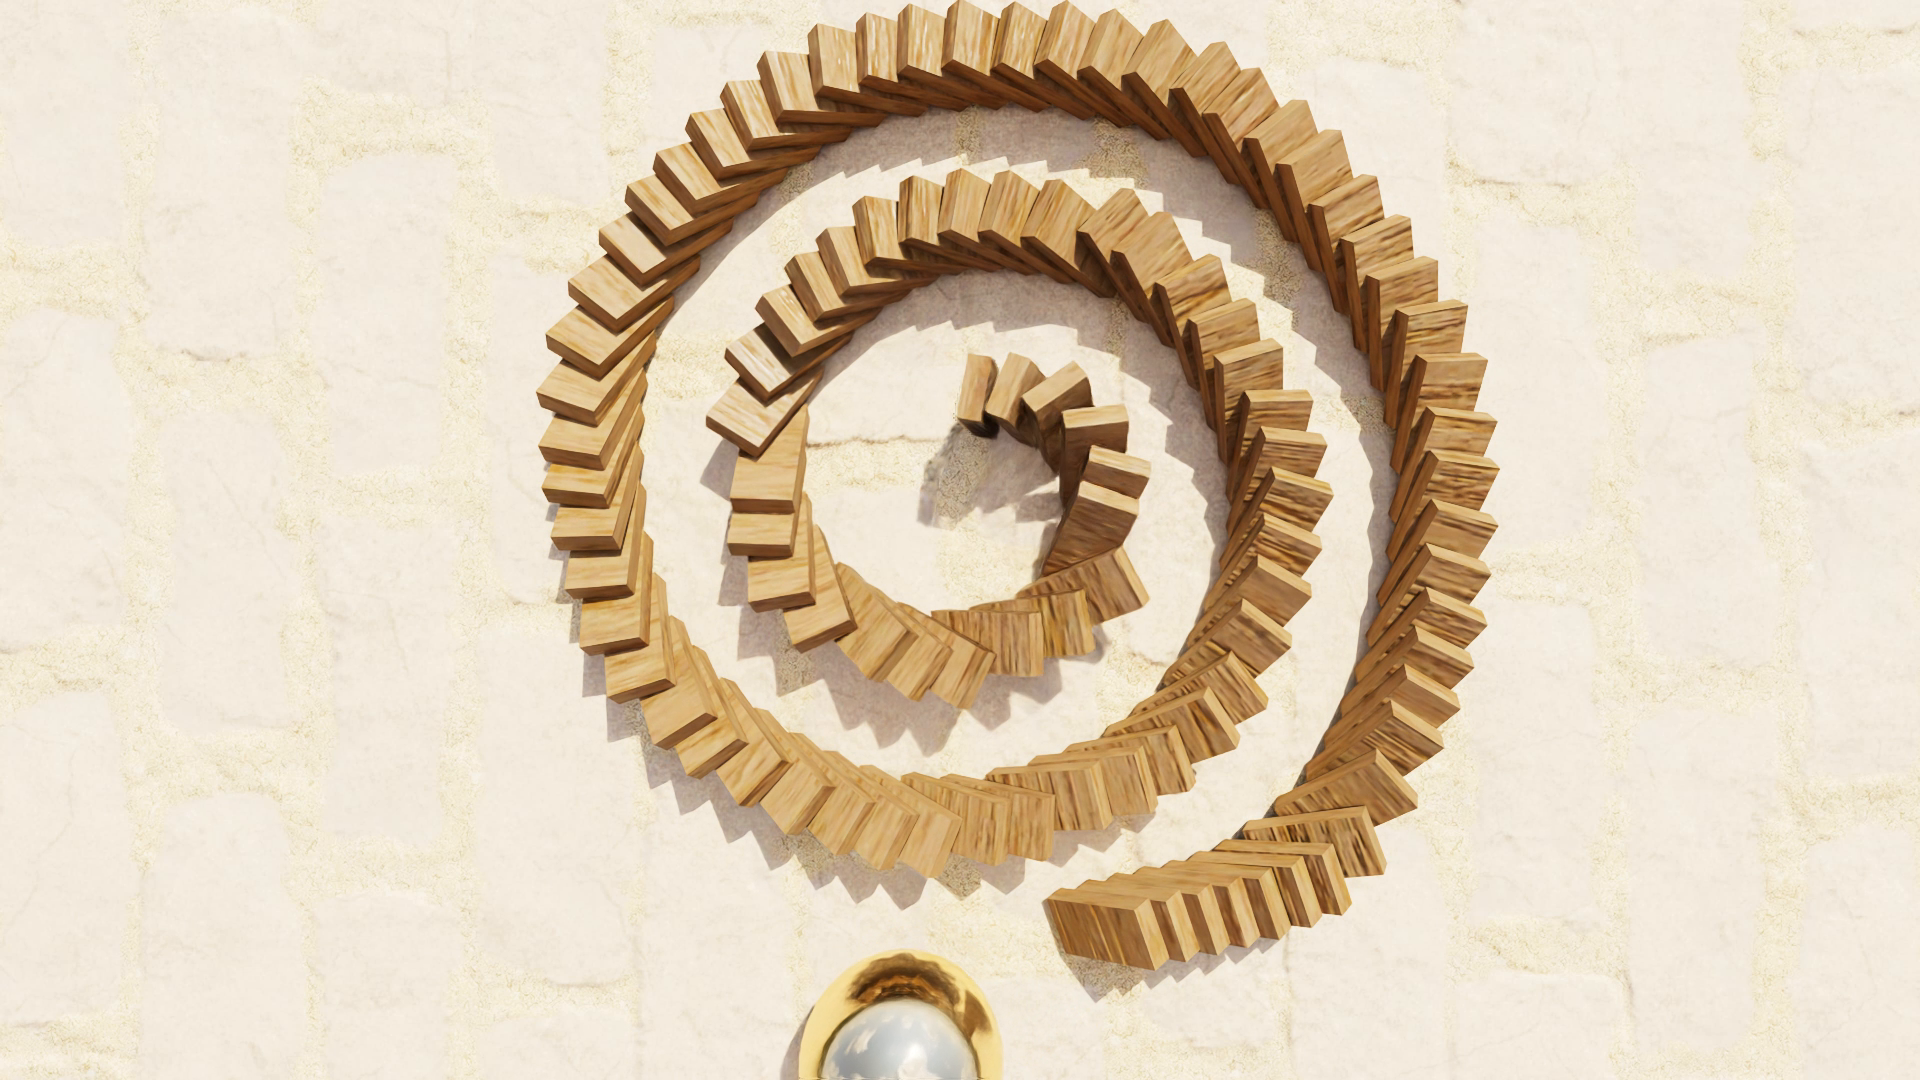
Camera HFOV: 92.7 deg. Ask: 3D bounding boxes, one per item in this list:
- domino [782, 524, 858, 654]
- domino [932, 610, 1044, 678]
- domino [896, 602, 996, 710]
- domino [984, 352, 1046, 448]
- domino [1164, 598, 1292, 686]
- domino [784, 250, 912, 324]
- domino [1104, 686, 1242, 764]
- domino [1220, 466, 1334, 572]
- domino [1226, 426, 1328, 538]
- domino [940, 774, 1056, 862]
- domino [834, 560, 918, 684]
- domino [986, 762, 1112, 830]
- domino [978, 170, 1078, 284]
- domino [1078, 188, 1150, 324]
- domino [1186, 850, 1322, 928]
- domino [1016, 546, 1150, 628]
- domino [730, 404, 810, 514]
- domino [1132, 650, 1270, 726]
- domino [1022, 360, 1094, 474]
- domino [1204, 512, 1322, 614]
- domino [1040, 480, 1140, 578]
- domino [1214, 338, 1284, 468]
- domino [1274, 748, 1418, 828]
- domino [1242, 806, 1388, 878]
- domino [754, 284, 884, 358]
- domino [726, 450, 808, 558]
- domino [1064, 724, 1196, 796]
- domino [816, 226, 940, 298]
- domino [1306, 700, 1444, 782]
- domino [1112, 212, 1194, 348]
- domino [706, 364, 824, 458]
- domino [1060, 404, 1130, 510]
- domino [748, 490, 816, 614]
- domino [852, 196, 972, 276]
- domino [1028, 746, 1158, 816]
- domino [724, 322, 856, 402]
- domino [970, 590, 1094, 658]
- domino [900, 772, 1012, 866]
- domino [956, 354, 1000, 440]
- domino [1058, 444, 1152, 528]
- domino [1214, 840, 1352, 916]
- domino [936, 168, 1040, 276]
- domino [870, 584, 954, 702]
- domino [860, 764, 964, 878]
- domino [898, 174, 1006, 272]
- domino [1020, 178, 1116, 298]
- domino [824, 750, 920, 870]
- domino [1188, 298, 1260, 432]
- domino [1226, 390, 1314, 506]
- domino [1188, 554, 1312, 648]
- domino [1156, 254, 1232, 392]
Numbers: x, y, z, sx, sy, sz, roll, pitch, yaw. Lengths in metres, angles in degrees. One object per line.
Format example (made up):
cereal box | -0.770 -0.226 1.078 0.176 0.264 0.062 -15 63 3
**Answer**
domino | -0.063 0.020 0.383 0.025 0.009 0.050 -24 58 0
domino | 0.011 0.042 0.381 0.050 0.009 0.025 -2 90 38
domino | -0.012 0.047 0.382 0.050 0.010 0.025 26 90 36
domino | 0.026 -0.056 0.375 0.009 0.050 0.025 23 90 21
domino | 0.111 0.050 0.382 0.025 0.010 0.050 37 124 0
domino | -0.046 -0.108 0.380 0.050 0.009 0.025 -28 90 -42
domino | 0.088 0.082 0.381 0.050 0.010 0.025 -31 94 34
domino | 0.131 -0.004 0.381 0.025 0.009 0.050 16 126 -4
domino | 0.131 -0.022 0.381 0.025 0.009 0.050 6 127 -3
domino | 0.014 0.115 0.383 0.050 0.009 0.025 3 90 31
domino | -0.042 0.034 0.381 0.025 0.010 0.050 -51 54 3
domino | 0.036 0.107 0.382 0.050 0.010 0.025 -13 91 33
domino | 0.032 -0.129 0.381 0.050 0.009 0.025 18 88 -38
domino | 0.073 -0.118 0.383 0.025 0.010 0.050 -45 123 0
domino | 0.121 0.143 0.378 0.010 0.050 0.025 -19 90 -42
domino | 0.050 0.023 0.381 0.050 0.010 0.025 -25 96 33
domino | -0.079 -0.035 0.383 0.025 0.010 0.050 2 58 0
domino | 0.100 0.070 0.383 0.050 0.010 0.025 -38 90 31
domino | 0.043 -0.049 0.375 0.025 0.050 0.010 -35 62 -2
domino | 0.125 0.015 0.382 0.025 0.010 0.050 23 125 -1
domino | 0.053 0.000 0.379 0.025 0.010 0.050 19 134 -1
domino | 0.120 -0.056 0.381 0.025 0.010 0.050 -17 128 -1
domino | 0.160 0.109 0.382 0.025 0.010 0.050 48 124 0
domino | 0.147 0.128 0.382 0.050 0.009 0.025 -21 90 34
domino | -0.058 -0.096 0.380 0.025 0.009 0.050 52 49 0
domino | -0.080 -0.017 0.383 0.025 0.009 0.050 2 58 0
domino | 0.070 0.095 0.382 0.050 0.010 0.025 -20 90 33
domino | -0.033 -0.117 0.380 0.050 0.010 0.025 -21 89 -42
domino | 0.171 0.090 0.381 0.025 0.009 0.050 32 126 -4
domino | 0.086 -0.108 0.382 0.025 0.010 0.050 -41 123 -3
domino | -0.081 -0.061 0.384 0.025 0.010 0.050 32 61 0
domino | 0.055 -0.033 0.377 0.025 0.050 0.010 -7 52 0
domino | -0.074 0.004 0.382 0.025 0.009 0.050 -11 56 4
domino | -0.019 -0.125 0.380 0.050 0.010 0.025 -8 86 -41
domino | 0.055 0.101 0.382 0.050 0.010 0.025 -15 93 33
domino | -0.071 -0.082 0.384 0.025 0.010 0.050 47 62 0
domino | 0.029 0.037 0.383 0.050 0.010 0.025 -10 90 31
domino | -0.003 0.115 0.382 0.050 0.010 0.025 6 92 34
domino | 0.010 -0.058 0.375 0.009 0.050 0.025 11 90 10
domino | 0.058 -0.015 0.378 0.025 0.050 0.009 16 47 0
domino | 0.132 0.138 0.378 0.009 0.050 0.025 -19 90 -42
domino | 0.015 -0.131 0.380 0.050 0.009 0.025 12 87 -39
domino | -0.028 0.042 0.381 0.050 0.010 0.025 36 92 36
domino | -0.025 0.117 0.383 0.050 0.009 0.025 21 90 32
domino | -0.002 -0.130 0.380 0.050 0.009 0.025 4 86 -39
domino | 0.050 -0.124 0.381 0.050 0.010 0.025 25 90 -37
domino | -0.043 0.112 0.382 0.050 0.009 0.025 28 91 33
domino | 0.113 -0.072 0.383 0.025 0.010 0.050 -20 120 0
domino | 0.128 -0.038 0.381 0.025 0.010 0.050 -1 127 0
domino | 0.120 0.032 0.382 0.025 0.010 0.050 30 125 -1
domino | 0.102 -0.090 0.383 0.025 0.010 0.050 -28 121 0
